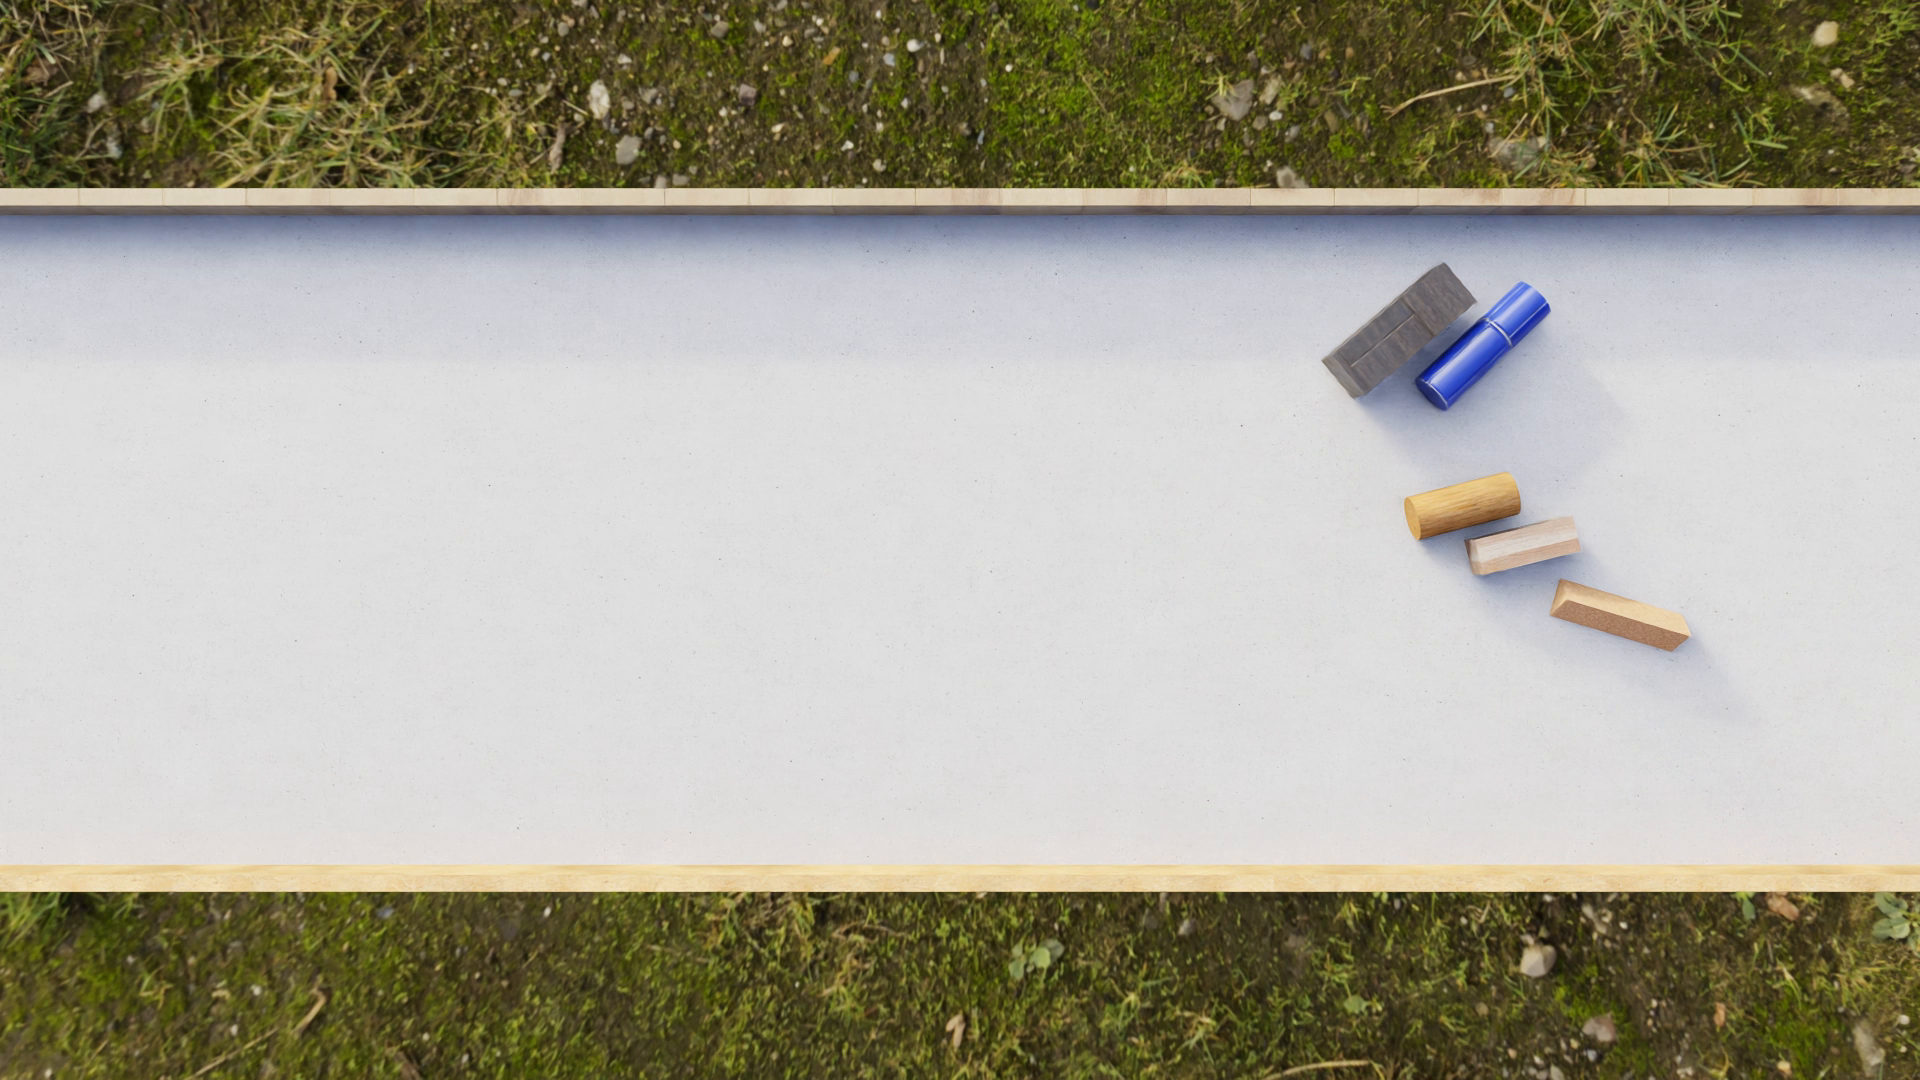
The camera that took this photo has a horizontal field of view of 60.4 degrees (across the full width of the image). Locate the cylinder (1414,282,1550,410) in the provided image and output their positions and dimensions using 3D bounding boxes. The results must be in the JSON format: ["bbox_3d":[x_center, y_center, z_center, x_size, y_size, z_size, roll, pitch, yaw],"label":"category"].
[{"bbox_3d":[1.586,-0.589,5.010,0.429,0.134,0.134,-43,90,0],"label":"cylinder"}]

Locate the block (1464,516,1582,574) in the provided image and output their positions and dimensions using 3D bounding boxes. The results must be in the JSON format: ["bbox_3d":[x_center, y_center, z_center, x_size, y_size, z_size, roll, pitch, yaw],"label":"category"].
[{"bbox_3d":[1.712,0.017,5.023,0.303,0.108,0.108,-14,90,0],"label":"block"}]

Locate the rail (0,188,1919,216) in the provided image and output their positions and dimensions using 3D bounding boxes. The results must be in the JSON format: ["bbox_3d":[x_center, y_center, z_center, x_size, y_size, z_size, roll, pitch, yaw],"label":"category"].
[{"bbox_3d":[-2.247,-1.025,5.002,12.000,0.150,0.050,0,90,0],"label":"rail"}]

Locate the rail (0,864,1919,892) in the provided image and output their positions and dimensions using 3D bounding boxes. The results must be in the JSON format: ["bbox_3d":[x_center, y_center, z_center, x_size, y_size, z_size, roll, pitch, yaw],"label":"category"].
[{"bbox_3d":[-2.247,1.025,5.001,12.000,0.150,0.050,0,90,0],"label":"rail"}]

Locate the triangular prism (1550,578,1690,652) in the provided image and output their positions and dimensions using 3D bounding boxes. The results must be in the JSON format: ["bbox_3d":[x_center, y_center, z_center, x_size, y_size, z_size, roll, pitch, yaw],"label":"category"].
[{"bbox_3d":[2.016,0.231,5.023,0.390,0.101,0.117,17,90,0],"label":"triangular prism"}]

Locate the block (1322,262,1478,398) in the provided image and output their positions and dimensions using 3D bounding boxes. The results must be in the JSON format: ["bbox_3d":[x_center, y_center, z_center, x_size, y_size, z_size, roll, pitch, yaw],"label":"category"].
[{"bbox_3d":[1.327,-0.632,4.999,0.435,0.156,0.156,-40,90,0],"label":"block"}]

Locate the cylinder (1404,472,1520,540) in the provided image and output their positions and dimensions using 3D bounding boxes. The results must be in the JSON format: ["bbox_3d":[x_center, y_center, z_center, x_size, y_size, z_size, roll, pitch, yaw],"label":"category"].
[{"bbox_3d":[1.524,-0.104,5.009,0.311,0.135,0.135,-14,90,0],"label":"cylinder"}]
